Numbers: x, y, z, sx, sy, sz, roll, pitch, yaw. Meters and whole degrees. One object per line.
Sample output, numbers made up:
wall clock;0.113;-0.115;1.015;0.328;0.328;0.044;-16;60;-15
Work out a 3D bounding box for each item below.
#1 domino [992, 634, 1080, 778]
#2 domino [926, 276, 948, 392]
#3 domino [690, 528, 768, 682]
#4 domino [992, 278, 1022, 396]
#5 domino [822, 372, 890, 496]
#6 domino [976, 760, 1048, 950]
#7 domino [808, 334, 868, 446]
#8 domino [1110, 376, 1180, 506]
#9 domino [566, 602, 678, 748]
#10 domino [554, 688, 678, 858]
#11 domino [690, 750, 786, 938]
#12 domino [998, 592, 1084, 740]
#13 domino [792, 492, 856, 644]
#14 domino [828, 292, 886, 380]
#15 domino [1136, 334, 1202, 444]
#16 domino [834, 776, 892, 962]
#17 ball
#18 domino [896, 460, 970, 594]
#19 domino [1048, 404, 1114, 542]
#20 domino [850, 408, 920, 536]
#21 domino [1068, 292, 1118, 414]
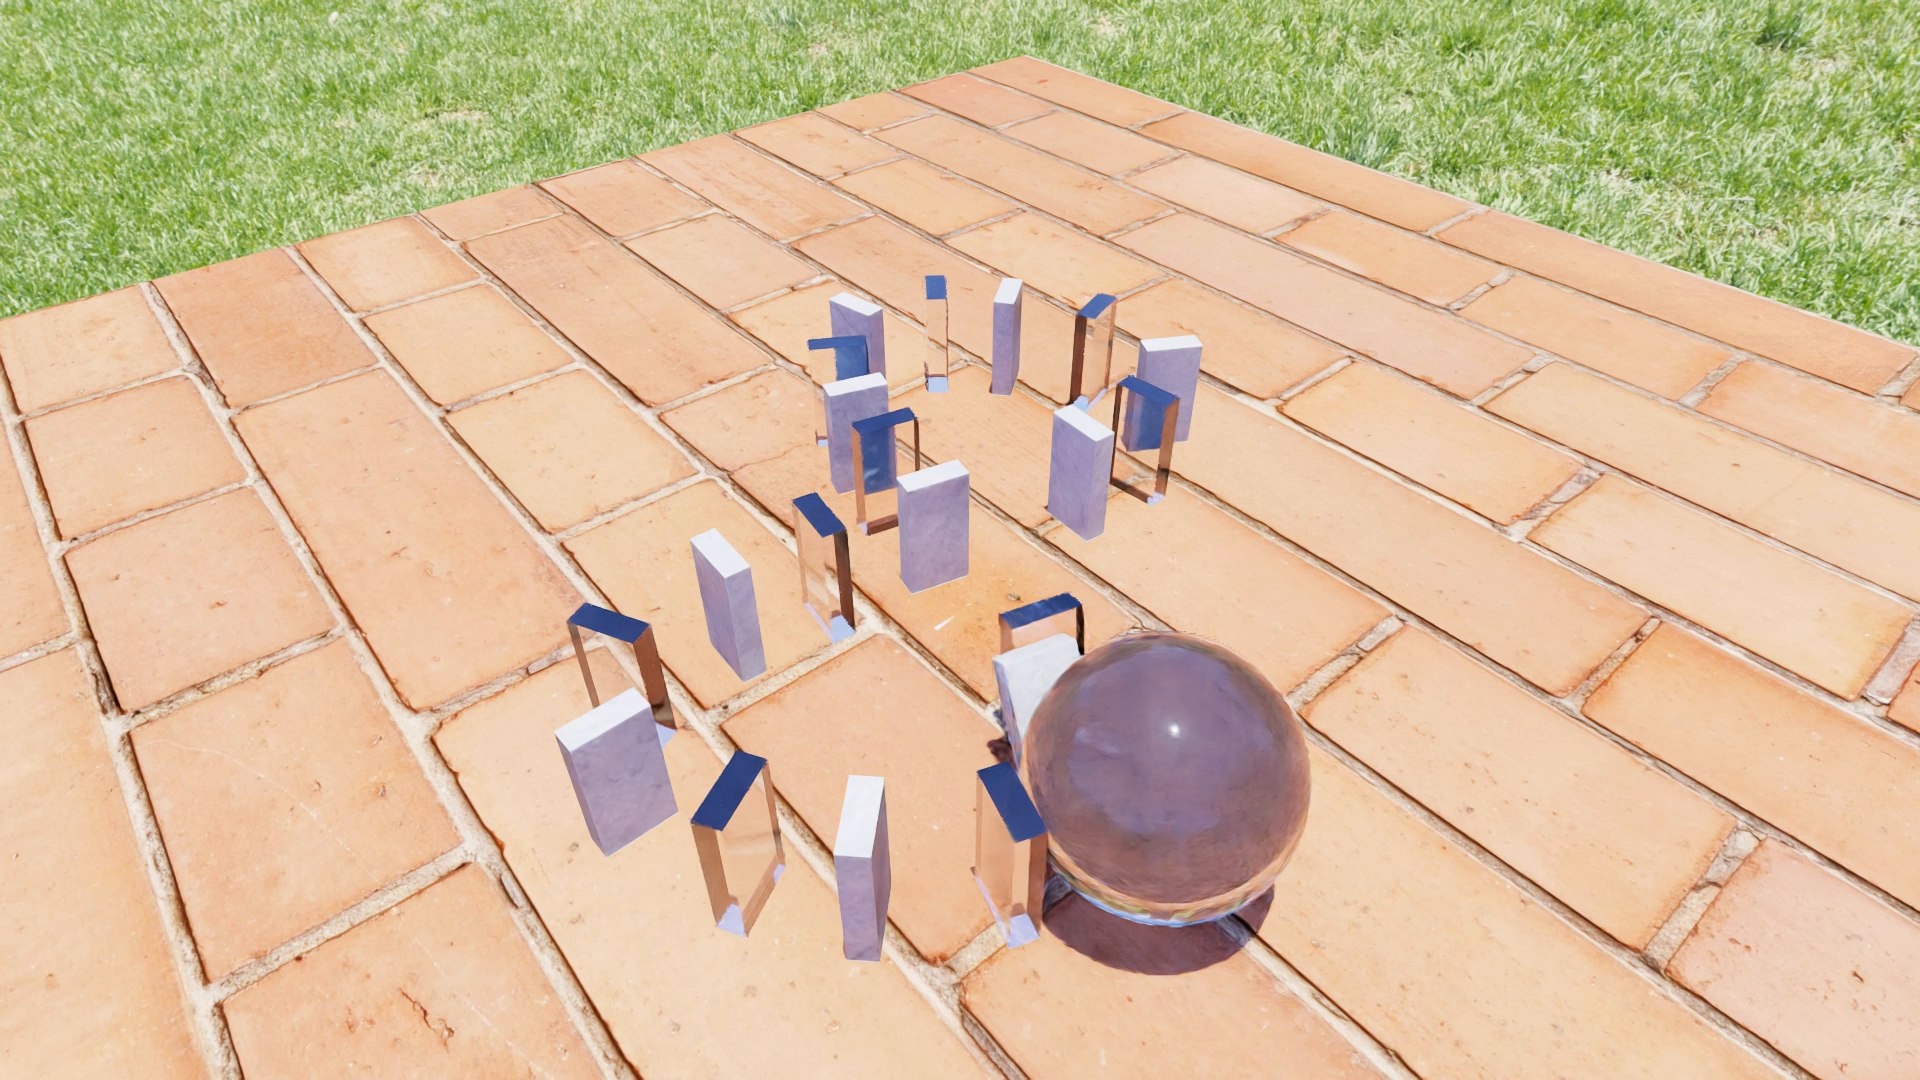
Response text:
domino;0.028;0.057;0.343;0.025;0.050;0.009;-17;13;-20
domino;-0.011;-0.100;0.533;0.009;0.050;0.025;-2;39;-3
domino;-0.080;0.023;0.383;0.010;0.050;0.025;-26;46;-28
domino;0.023;-0.098;0.531;0.010;0.050;0.025;8;40;9
domino;-0.043;-0.045;0.466;0.025;0.050;0.010;-15;42;-18
domino;0.014;0.088;0.304;0.009;0.050;0.025;-14;41;-17
domino;-0.053;-0.066;0.492;0.025;0.050;0.009;-6;40;-8
domino;0.076;-0.041;0.462;0.025;0.050;0.009;32;49;33
domino;-0.109;0.045;0.357;0.025;0.050;0.009;15;42;18
domino;-0.101;0.070;0.326;0.025;0.050;0.009;-30;48;-32
domino;-0.061;0.085;0.307;0.010;0.050;0.025;13;41;15
domino;0.027;0.044;0.358;0.025;0.050;0.009;-17;32;-19
domino;-0.049;0.010;0.399;0.009;0.050;0.025;-21;44;-24
domino;-0.048;-0.089;0.520;0.025;0.050;0.009;28;47;29
domino;0.092;-0.066;0.492;0.025;0.050;0.010;-7;40;-8
domino;-0.026;0.091;0.301;0.009;0.050;0.025;3;39;4
ball;0.057;0.066;0.307;0.080;0.080;0.080;0;39;0
domino;-0.010;-0.004;0.417;0.025;0.050;0.009;-18;43;-21
domino;0.048;-0.027;0.444;0.010;0.050;0.025;-25;45;-27
domino;-0.029;-0.027;0.445;0.025;0.050;0.010;-19;43;-21
domino;0.063;-0.088;0.519;0.009;0.050;0.025;20;43;23
